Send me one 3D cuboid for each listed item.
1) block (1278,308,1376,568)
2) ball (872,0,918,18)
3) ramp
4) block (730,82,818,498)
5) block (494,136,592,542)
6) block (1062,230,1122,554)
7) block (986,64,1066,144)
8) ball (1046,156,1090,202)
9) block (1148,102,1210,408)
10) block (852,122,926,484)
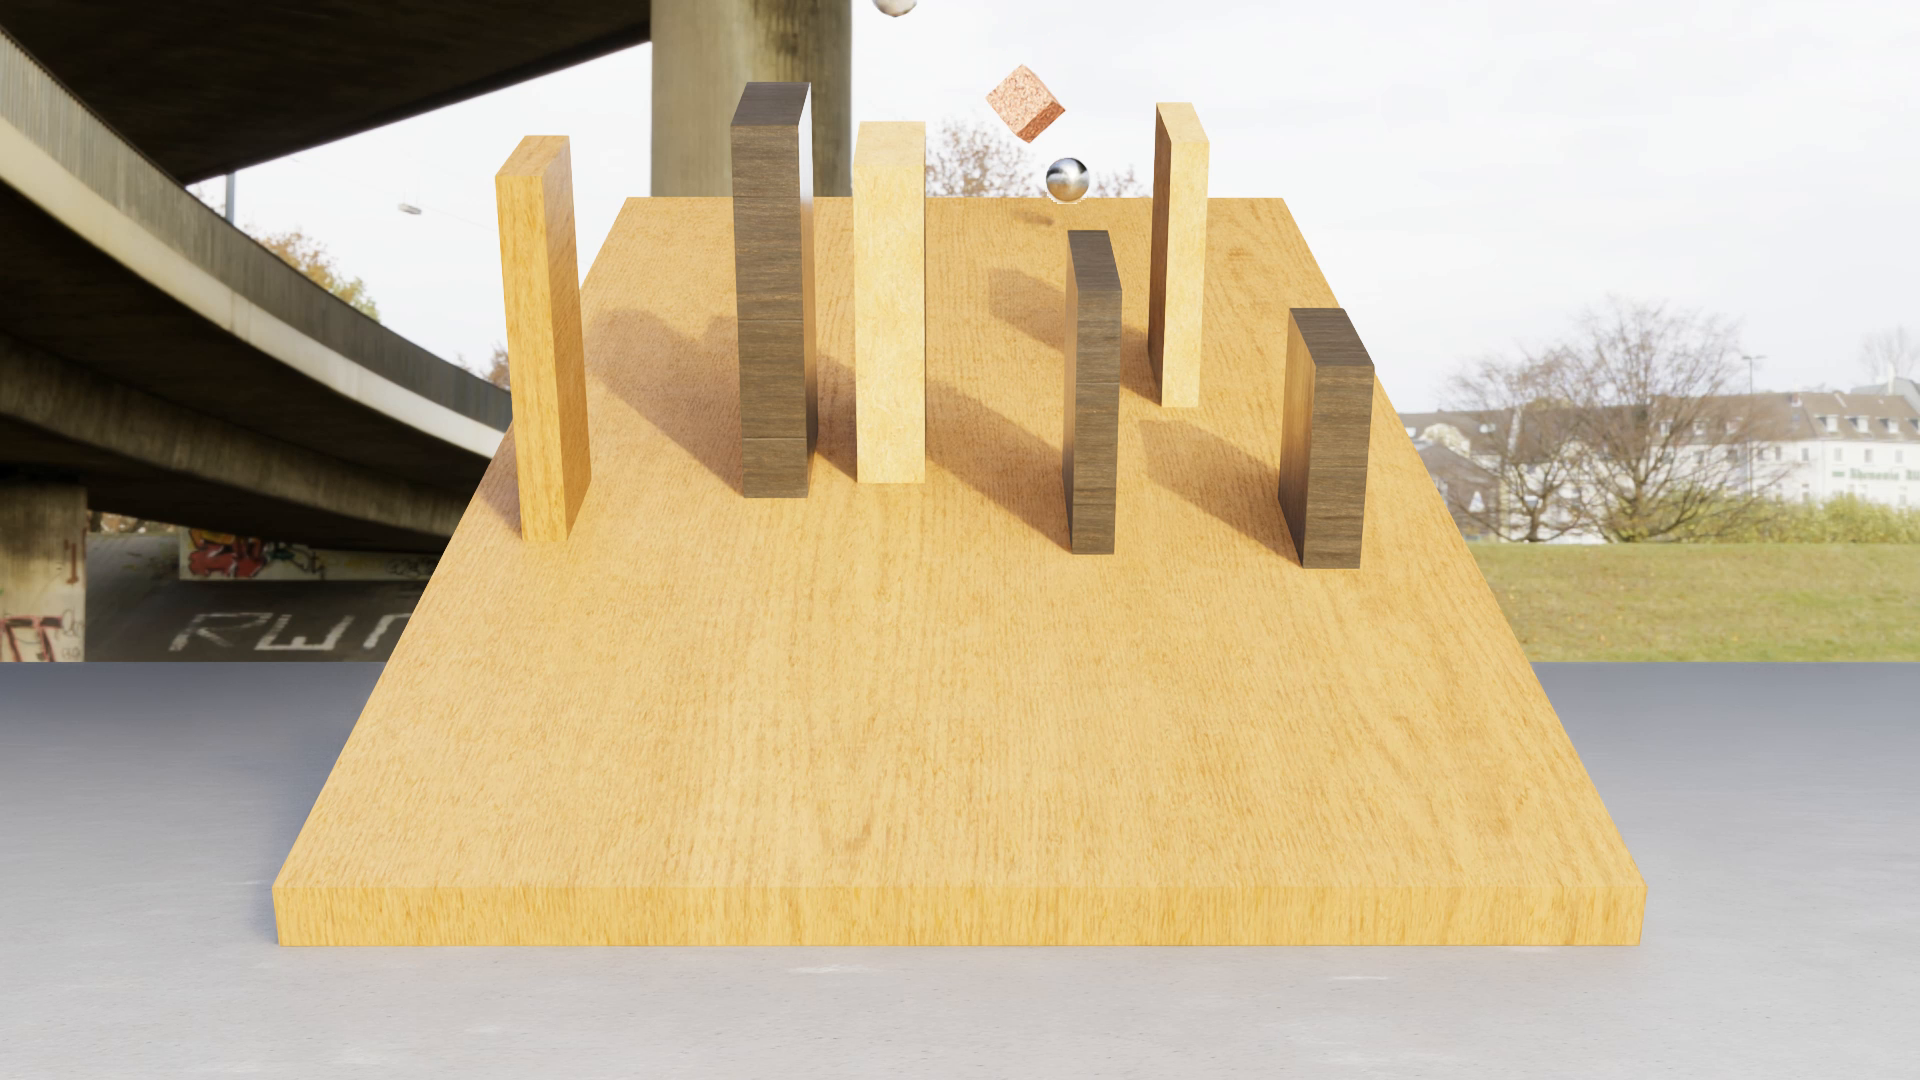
[{"bbox_3d":[0.712,-0.204,4.517,0.110,0.409,0.366,0,23,0],"label":"block"},{"bbox_3d":[-0.196,-1.651,6.942,0.152,0.152,0.152,0,-3,0],"label":"ball"},{"bbox_3d":[-0.007,-0.225,5.219,2.000,0.100,4.000,0,23,0],"label":"ramp"},{"bbox_3d":[-0.379,-0.523,4.797,0.132,0.775,0.410,0,23,0],"label":"block"},{"bbox_3d":[-0.817,-0.400,4.558,0.088,0.732,0.335,0,23,0],"label":"block"},{"bbox_3d":[0.259,-0.300,4.582,0.083,0.533,0.427,0,23,0],"label":"block"},{"bbox_3d":[0.195,-1.300,6.883,0.150,0.150,0.150,-41,-12,13],"label":"block"},{"bbox_3d":[0.309,-1.031,6.604,0.128,0.128,0.128,0,-3,0],"label":"ball"},{"bbox_3d":[0.503,-0.667,5.354,0.083,0.612,0.417,0,23,0],"label":"block"},{"bbox_3d":[-0.144,-0.508,4.892,0.141,0.676,0.400,0,23,0],"label":"block"}]
